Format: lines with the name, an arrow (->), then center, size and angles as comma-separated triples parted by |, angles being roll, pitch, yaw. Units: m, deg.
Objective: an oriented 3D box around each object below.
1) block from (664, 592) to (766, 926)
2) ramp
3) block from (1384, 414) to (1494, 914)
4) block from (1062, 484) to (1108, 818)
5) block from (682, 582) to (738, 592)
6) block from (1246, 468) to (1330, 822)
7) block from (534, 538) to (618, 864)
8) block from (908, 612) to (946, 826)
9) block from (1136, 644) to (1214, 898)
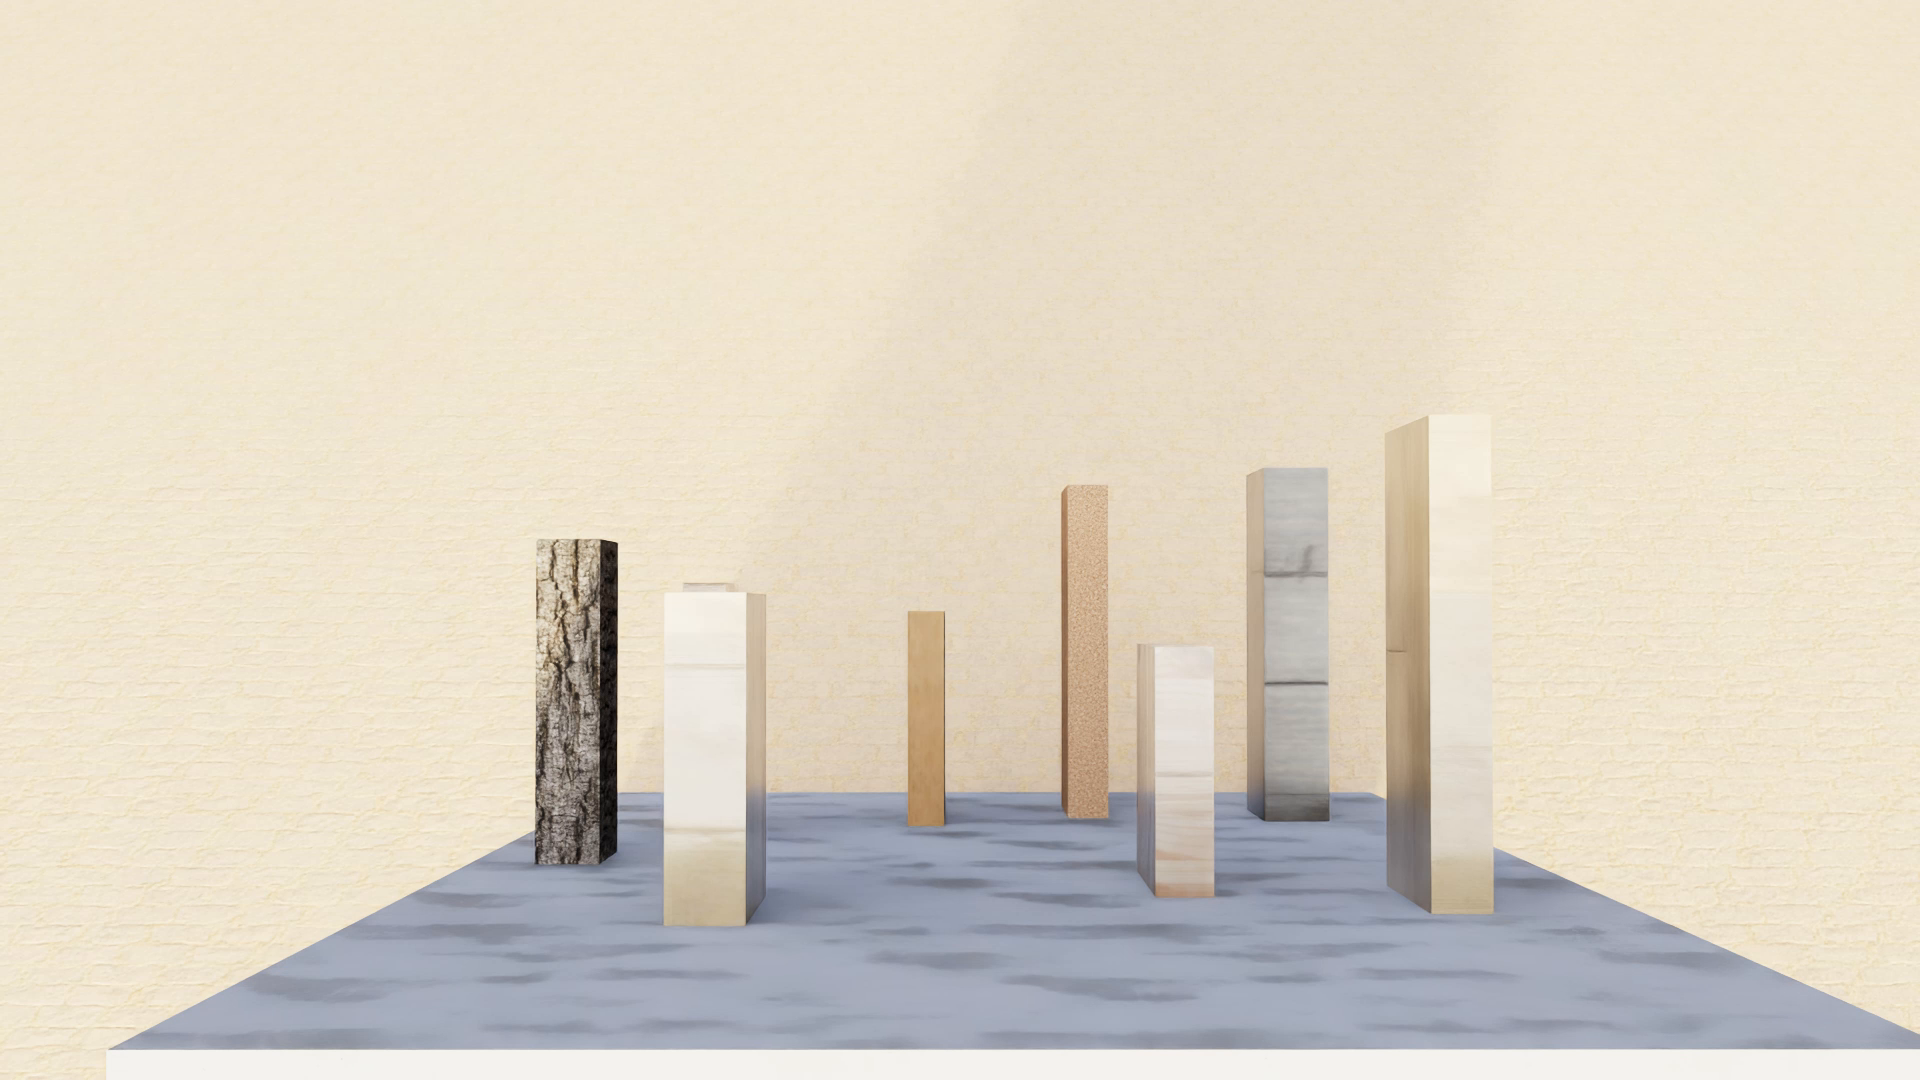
block -> -0.385, 0.337, 4.130 | 0.123, 0.503, 0.414 | 0, -2, 0
ramp -> 0.076, 0.657, 4.808 | 2.000, 0.100, 4.000 | 0, -2, 0
block -> 0.787, 0.200, 4.290 | 0.097, 0.784, 0.425 | 0, -2, 0
block -> 0.294, 0.261, 6.161 | 0.093, 0.766, 0.387 | 0, -2, 0
block -> -0.539, 0.362, 5.623 | 0.089, 0.535, 0.331 | 0, -2, 0
block -> 0.761, 0.240, 6.048 | 0.146, 0.800, 0.354 | 0, -2, 0
block -> -0.737, 0.307, 5.005 | 0.121, 0.611, 0.257 | 0, -2, 0
block -> -0.075, 0.401, 5.959 | 0.080, 0.475, 0.432 | 0, -2, 0
block -> 0.373, 0.391, 4.535 | 0.097, 0.415, 0.448 | 0, -2, 0
